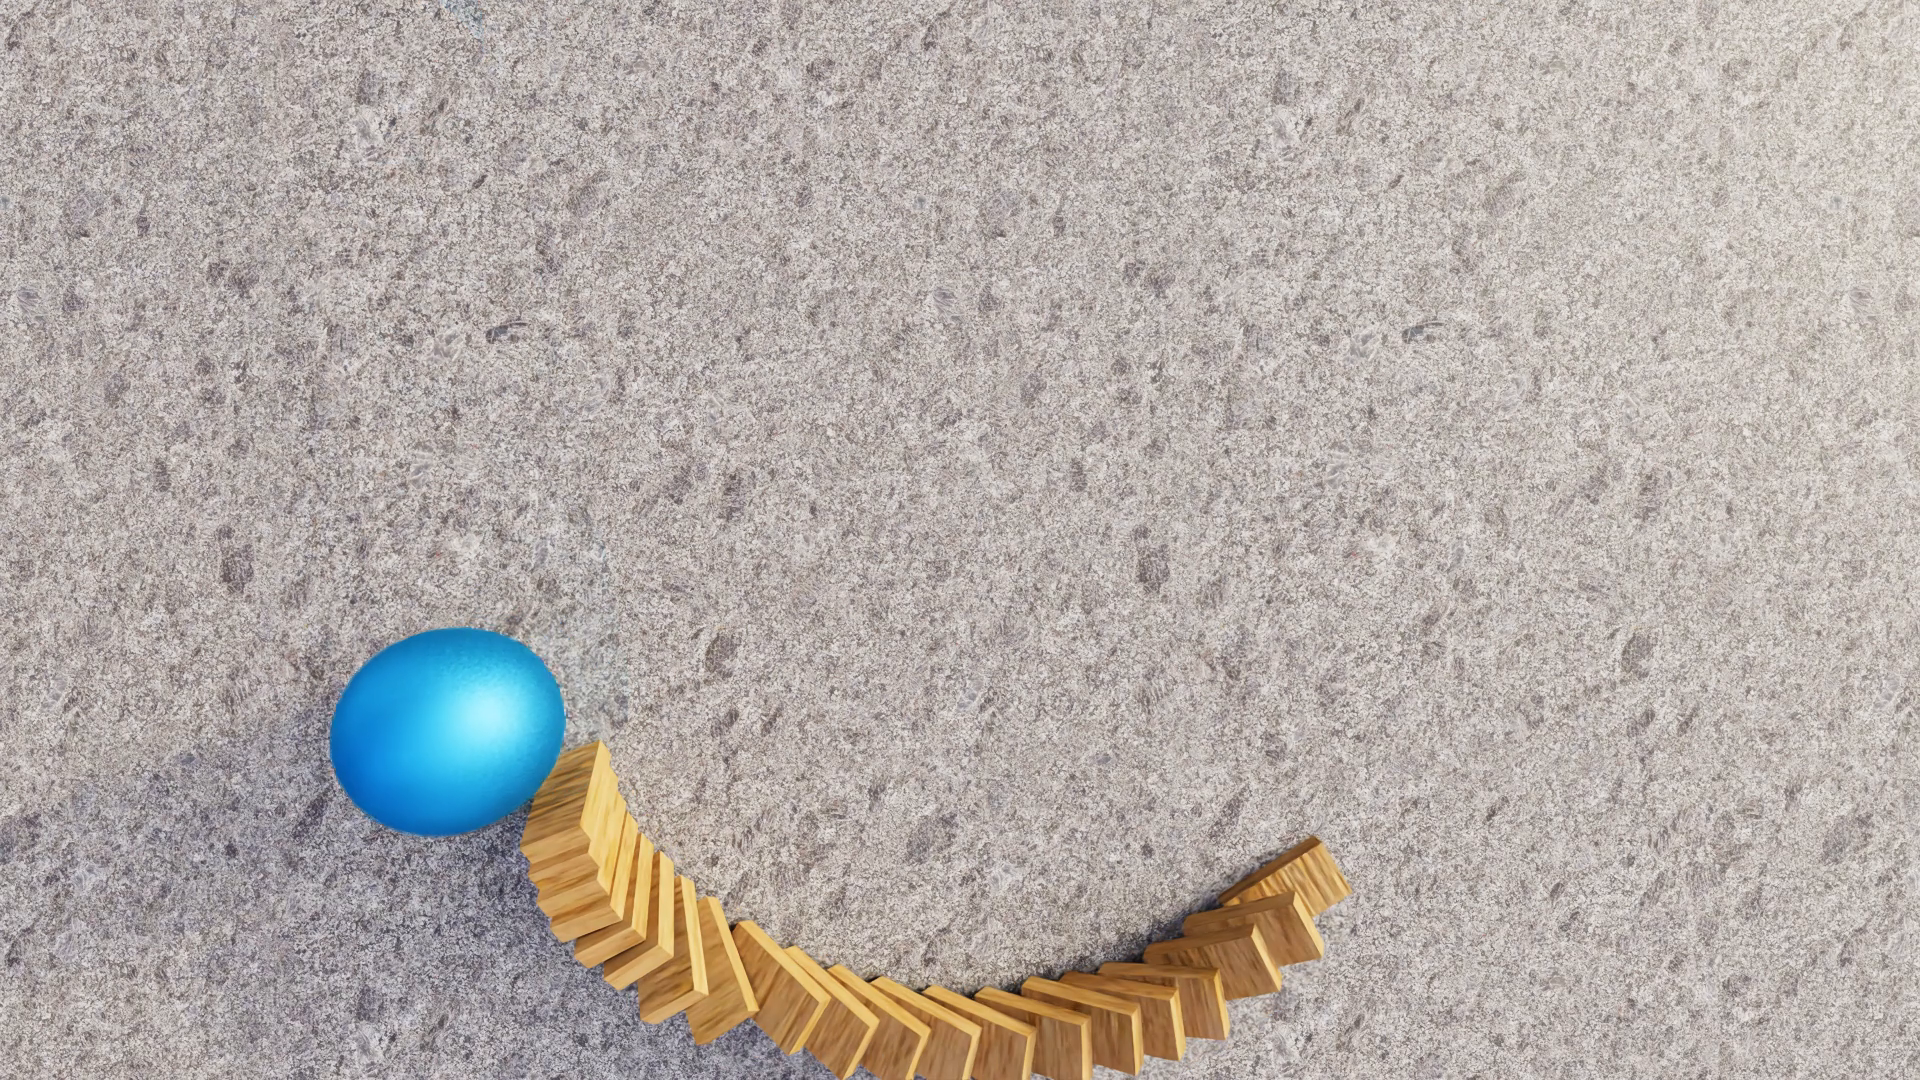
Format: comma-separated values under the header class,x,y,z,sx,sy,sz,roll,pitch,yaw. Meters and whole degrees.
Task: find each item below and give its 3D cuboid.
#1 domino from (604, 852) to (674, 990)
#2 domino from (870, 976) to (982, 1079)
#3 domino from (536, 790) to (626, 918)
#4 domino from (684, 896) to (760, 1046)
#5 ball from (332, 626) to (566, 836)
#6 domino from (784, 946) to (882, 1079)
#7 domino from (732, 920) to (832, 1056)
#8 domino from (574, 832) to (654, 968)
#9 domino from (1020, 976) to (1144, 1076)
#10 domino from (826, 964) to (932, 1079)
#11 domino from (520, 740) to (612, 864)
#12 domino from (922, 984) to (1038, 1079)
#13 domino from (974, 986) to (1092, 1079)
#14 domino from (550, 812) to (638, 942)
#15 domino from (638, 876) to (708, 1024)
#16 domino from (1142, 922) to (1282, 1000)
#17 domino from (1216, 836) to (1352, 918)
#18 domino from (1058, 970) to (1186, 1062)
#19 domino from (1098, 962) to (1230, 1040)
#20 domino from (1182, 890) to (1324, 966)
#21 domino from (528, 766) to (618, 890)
class,x,y,z,sx,sy,sz,roll,pitch,yaw
domino,-0.131,0.155,0.376,0.025,0.050,0.009,-32,120,0
domino,-0.017,0.207,0.384,0.050,0.009,0.025,14,90,27
domino,-0.154,0.127,0.376,0.025,0.050,0.010,-21,120,0
domino,-0.106,0.179,0.383,0.025,0.009,0.050,-33,60,0
ball,-0.199,0.074,0.360,0.080,0.080,0.080,0,90,0
domino,-0.060,0.197,0.384,0.050,0.010,0.025,28,92,27
domino,-0.080,0.187,0.385,0.050,0.010,0.025,31,90,27
domino,-0.141,0.147,0.376,0.025,0.050,0.009,-27,120,0
domino,0.051,0.201,0.382,0.050,0.009,0.025,-2,95,32
domino,-0.038,0.204,0.384,0.050,0.009,0.025,21,92,27
domino,-0.161,0.106,0.376,0.025,0.050,0.009,-21,120,0
domino,0.006,0.209,0.384,0.050,0.009,0.025,8,90,29
domino,0.030,0.207,0.383,0.050,0.009,0.025,-2,90,32
domino,-0.149,0.137,0.376,0.025,0.050,0.010,-21,120,0
domino,-0.120,0.168,0.378,0.025,0.009,0.050,-30,46,3
domino,0.105,0.179,0.384,0.050,0.009,0.025,-27,90,29
domino,0.140,0.153,0.395,0.050,0.009,0.025,-32,90,0
domino,0.067,0.198,0.382,0.050,0.009,0.025,-7,92,33
domino,0.085,0.193,0.384,0.050,0.010,0.025,-11,90,28
domino,0.122,0.166,0.383,0.050,0.010,0.025,-28,92,29
domino,-0.158,0.117,0.376,0.025,0.050,0.009,-21,120,0
